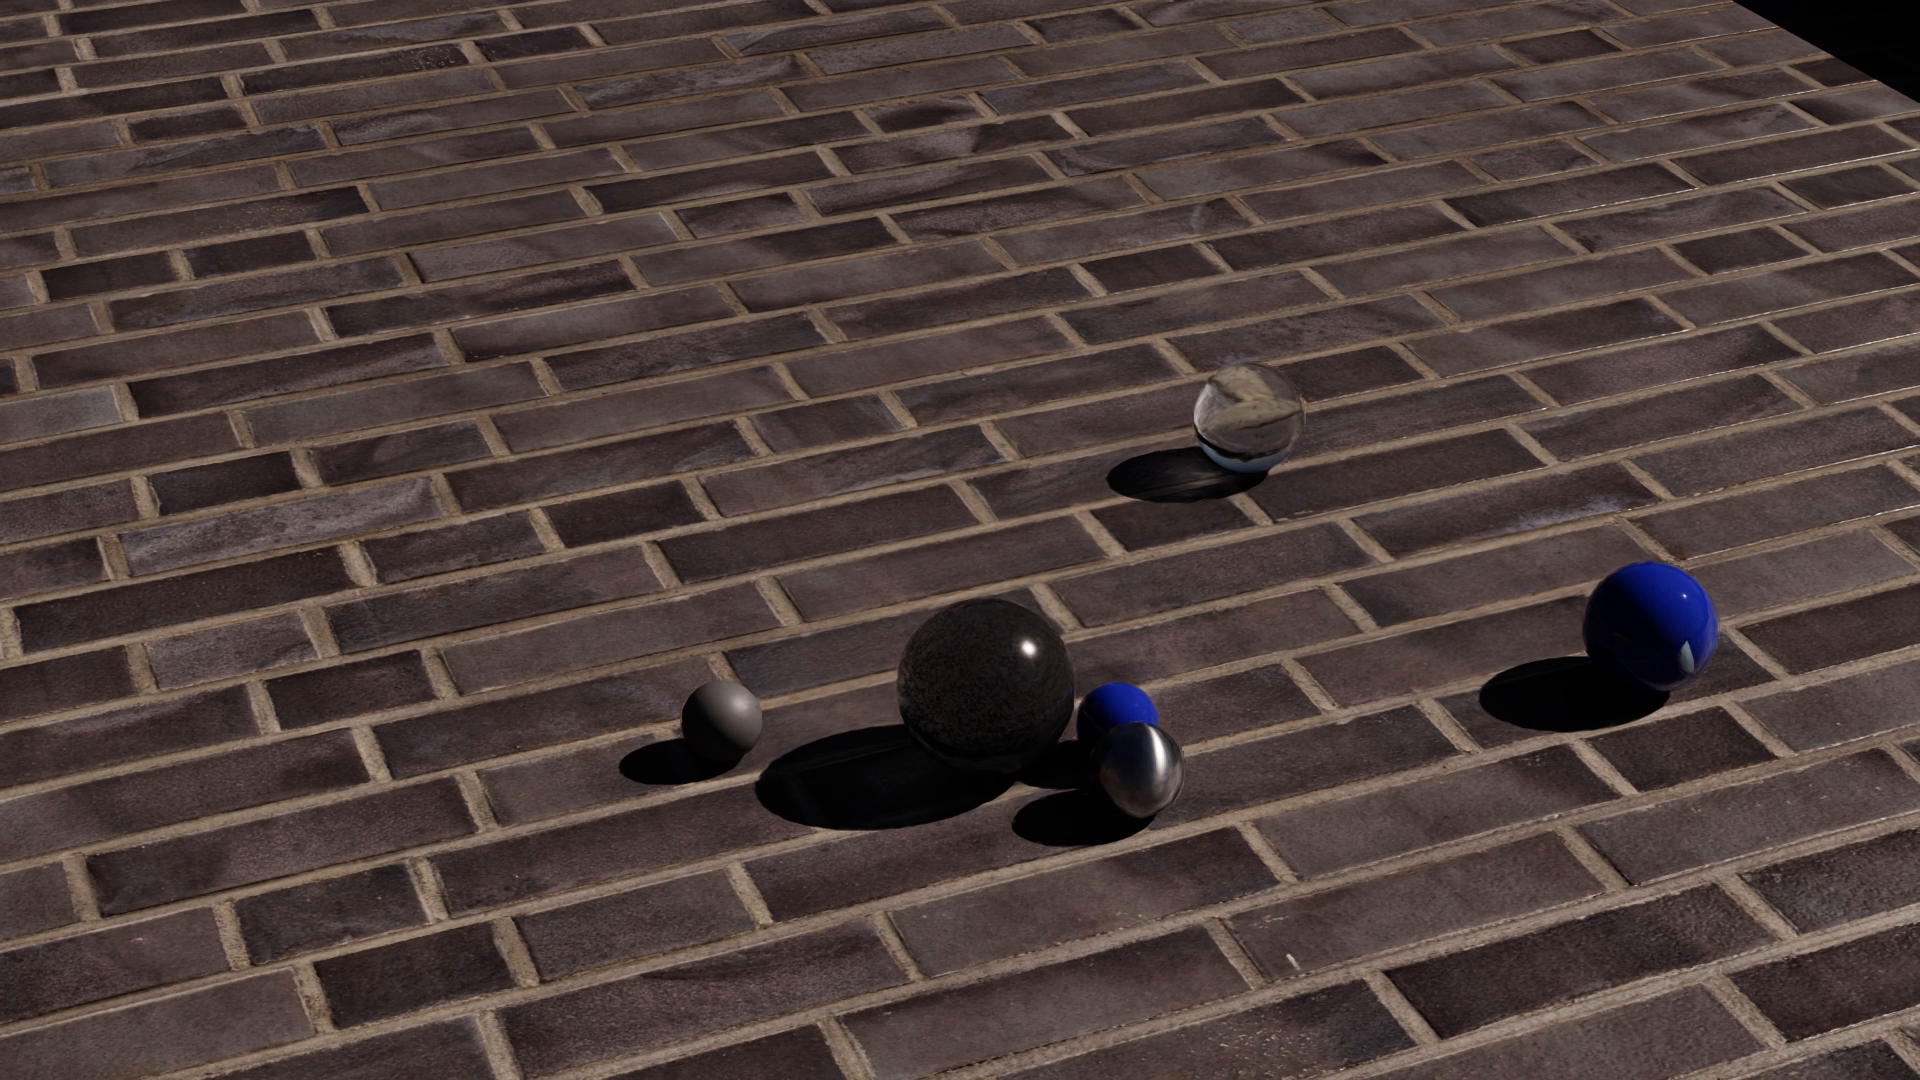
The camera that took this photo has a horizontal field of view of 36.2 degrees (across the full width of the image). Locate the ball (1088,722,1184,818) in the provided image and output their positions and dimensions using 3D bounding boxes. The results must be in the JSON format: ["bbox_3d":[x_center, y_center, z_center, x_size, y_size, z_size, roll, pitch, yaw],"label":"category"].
[{"bbox_3d":[0.092,0.120,1.537,0.051,0.051,0.051,0,30,0],"label":"ball"}]

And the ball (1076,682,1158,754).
[{"bbox_3d":[0.084,0.099,1.579,0.045,0.045,0.045,0,30,0],"label":"ball"}]

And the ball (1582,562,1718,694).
[{"bbox_3d":[0.383,0.049,1.636,0.074,0.074,0.074,0,30,0],"label":"ball"}]

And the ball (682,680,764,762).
[{"bbox_3d":[-0.128,0.097,1.582,0.044,0.044,0.044,0,30,0],"label":"ball"}]

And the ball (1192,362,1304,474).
[{"bbox_3d":[0.182,-0.077,1.854,0.070,0.070,0.070,0,30,0],"label":"ball"}]

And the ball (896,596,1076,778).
[{"bbox_3d":[0.014,0.078,1.564,0.096,0.096,0.096,0,30,0],"label":"ball"}]
